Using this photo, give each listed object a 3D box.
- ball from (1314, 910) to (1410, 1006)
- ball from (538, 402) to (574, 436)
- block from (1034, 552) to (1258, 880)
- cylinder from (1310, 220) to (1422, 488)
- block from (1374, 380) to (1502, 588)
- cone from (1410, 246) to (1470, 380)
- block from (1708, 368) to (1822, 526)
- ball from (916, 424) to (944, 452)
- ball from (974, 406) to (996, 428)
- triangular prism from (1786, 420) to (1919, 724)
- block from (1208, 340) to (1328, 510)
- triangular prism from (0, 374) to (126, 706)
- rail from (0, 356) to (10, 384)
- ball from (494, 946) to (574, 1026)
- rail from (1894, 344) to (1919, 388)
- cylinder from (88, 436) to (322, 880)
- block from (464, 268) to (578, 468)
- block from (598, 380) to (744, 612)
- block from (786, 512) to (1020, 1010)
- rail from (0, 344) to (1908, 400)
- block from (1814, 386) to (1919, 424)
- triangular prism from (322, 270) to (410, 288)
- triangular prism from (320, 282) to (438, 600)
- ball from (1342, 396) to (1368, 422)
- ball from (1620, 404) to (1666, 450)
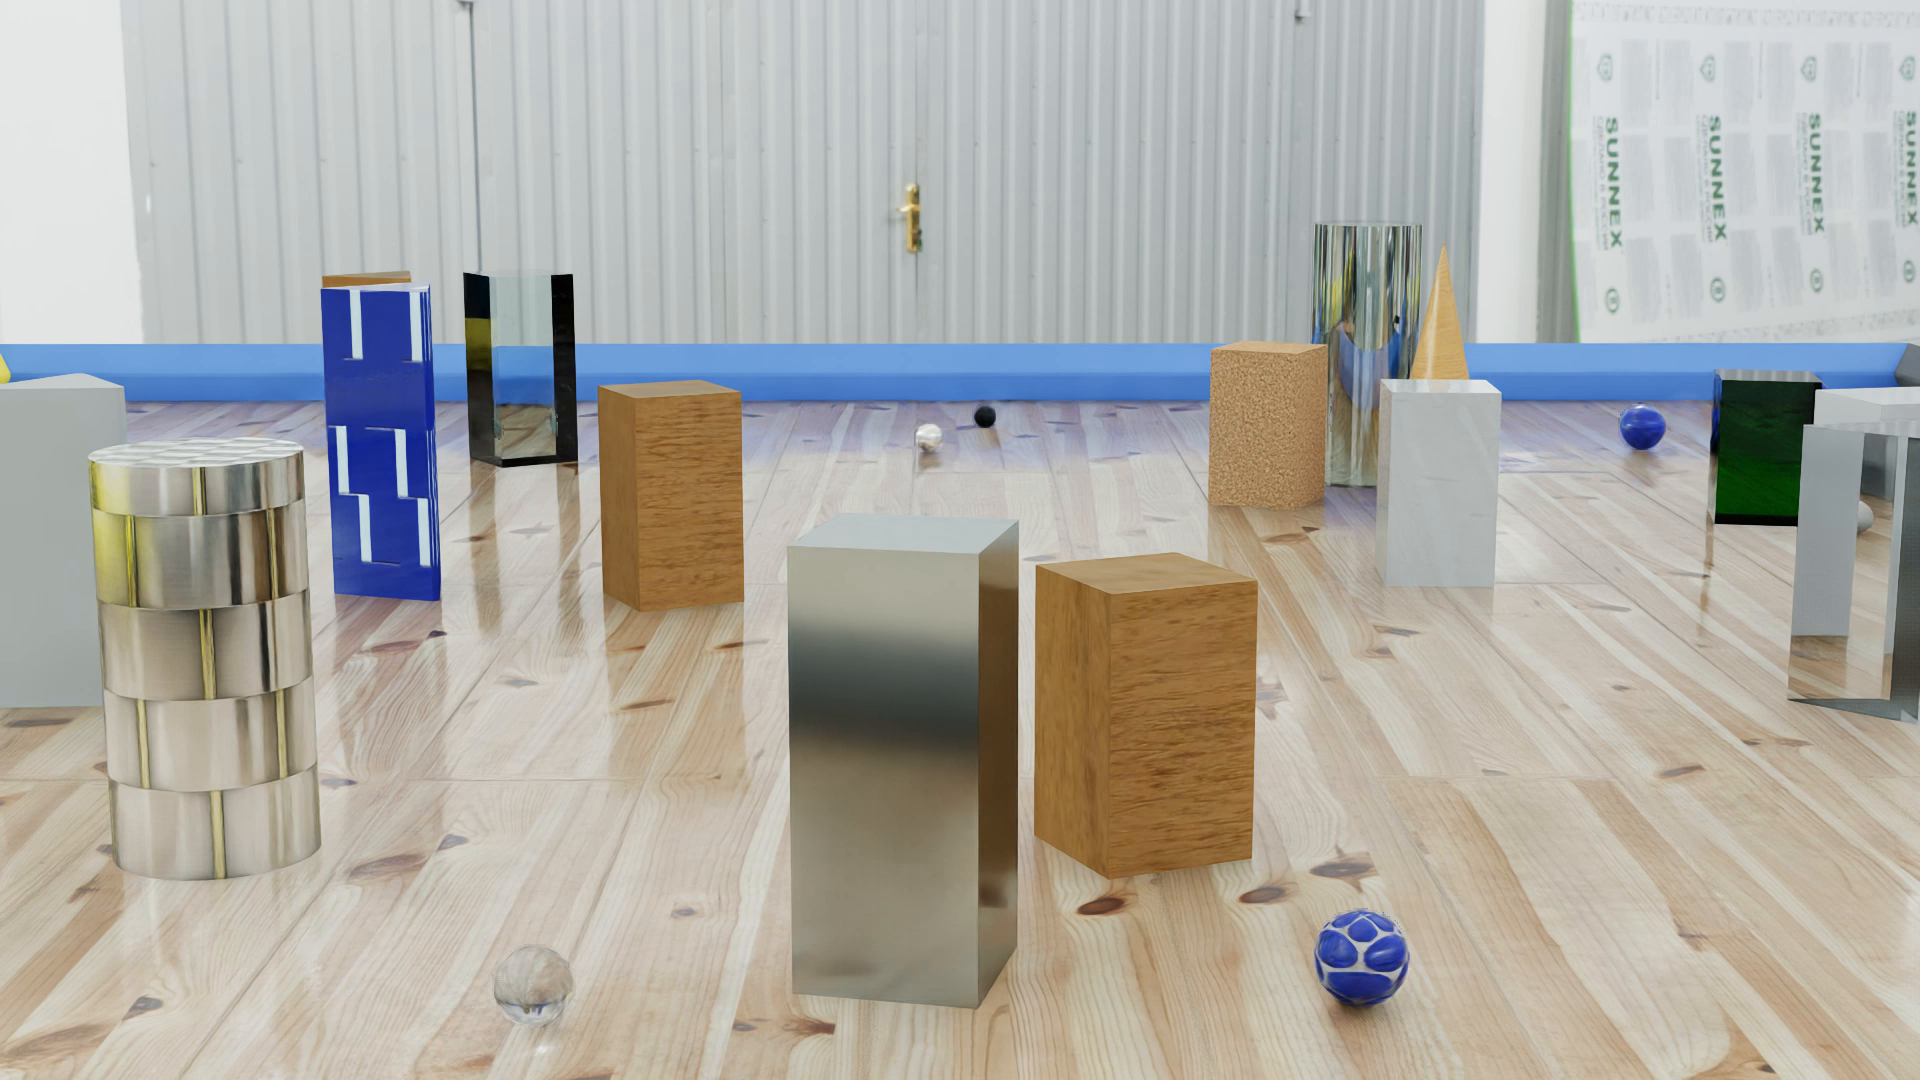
[{"bbox_3d":[0.313,0.327,2.003,0.074,0.074,0.074,0,11,0],"label":"ball"},{"bbox_3d":[-0.796,-0.239,5.053,0.068,0.068,0.068,0,11,0],"label":"ball"},{"bbox_3d":[0.171,0.159,2.388,0.151,0.263,0.151,-5,12,-24],"label":"block"},{"bbox_3d":[0.706,-0.327,4.483,0.188,0.451,0.188,0,11,0],"label":"cylinder"},{"bbox_3d":[0.679,-0.083,3.655,0.151,0.274,0.151,1,11,3],"label":"block"},{"bbox_3d":[0.797,-0.278,4.260,0.188,0.435,0.188,0,11,0],"label":"cone"},{"bbox_3d":[1.293,-0.150,4.130,0.151,0.231,0.151,2,11,11],"label":"block"},{"bbox_3d":[-0.058,-0.193,4.842,0.054,0.054,0.054,0,11,0],"label":"ball"},{"bbox_3d":[0.051,-0.248,5.160,0.046,0.046,0.046,0,11,0],"label":"ball"},{"bbox_3d":[1.064,0.029,2.932,0.141,0.320,0.163,-10,15,-44],"label":"triangular prism"},{"bbox_3d":[0.516,-0.194,4.292,0.151,0.259,0.151,5,12,27],"label":"block"},{"bbox_3d":[-1.027,-0.003,2.976,0.163,0.366,0.141,-1,11,-4],"label":"triangular prism"},{"bbox_3d":[-2.053,0.034,3.438,0.045,0.122,4.331,0,11,0],"label":"rail"},{"bbox_3d":[-0.326,0.341,1.962,0.061,0.061,0.061,0,11,0],"label":"ball"},{"bbox_3d":[2.053,0.029,3.461,0.045,0.122,4.331,0,11,0],"label":"rail"},{"bbox_3d":[-0.695,0.105,2.369,0.188,0.377,0.188,0,11,0],"label":"cylinder"},{"bbox_3d":[-0.809,-0.319,4.728,0.151,0.345,0.151,-7,13,-33],"label":"block"},{"bbox_3d":[-0.396,-0.064,3.512,0.151,0.288,0.151,-5,12,-27],"label":"block"},{"bbox_3d":[-0.042,0.171,2.054,0.151,0.361,0.151,2,11,13],"label":"block"},{"bbox_3d":[-0.012,-0.361,5.555,4.154,0.122,0.045,0,11,0],"label":"rail"},{"bbox_3d":[1.196,-0.032,3.288,0.151,0.309,0.151,-2,11,-12],"label":"block"},{"bbox_3d":[-0.969,-0.266,4.365,0.163,0.373,0.141,3,11,16],"label":"triangular prism"},{"bbox_3d":[-0.769,-0.142,3.563,0.163,0.423,0.141,4,11,19],"label":"triangular prism"},{"bbox_3d":[0.808,-0.266,5.238,0.053,0.053,0.053,0,11,0],"label":"ball"},{"bbox_3d":[1.296,-0.214,4.871,0.086,0.086,0.086,0,11,0],"label":"ball"}]
